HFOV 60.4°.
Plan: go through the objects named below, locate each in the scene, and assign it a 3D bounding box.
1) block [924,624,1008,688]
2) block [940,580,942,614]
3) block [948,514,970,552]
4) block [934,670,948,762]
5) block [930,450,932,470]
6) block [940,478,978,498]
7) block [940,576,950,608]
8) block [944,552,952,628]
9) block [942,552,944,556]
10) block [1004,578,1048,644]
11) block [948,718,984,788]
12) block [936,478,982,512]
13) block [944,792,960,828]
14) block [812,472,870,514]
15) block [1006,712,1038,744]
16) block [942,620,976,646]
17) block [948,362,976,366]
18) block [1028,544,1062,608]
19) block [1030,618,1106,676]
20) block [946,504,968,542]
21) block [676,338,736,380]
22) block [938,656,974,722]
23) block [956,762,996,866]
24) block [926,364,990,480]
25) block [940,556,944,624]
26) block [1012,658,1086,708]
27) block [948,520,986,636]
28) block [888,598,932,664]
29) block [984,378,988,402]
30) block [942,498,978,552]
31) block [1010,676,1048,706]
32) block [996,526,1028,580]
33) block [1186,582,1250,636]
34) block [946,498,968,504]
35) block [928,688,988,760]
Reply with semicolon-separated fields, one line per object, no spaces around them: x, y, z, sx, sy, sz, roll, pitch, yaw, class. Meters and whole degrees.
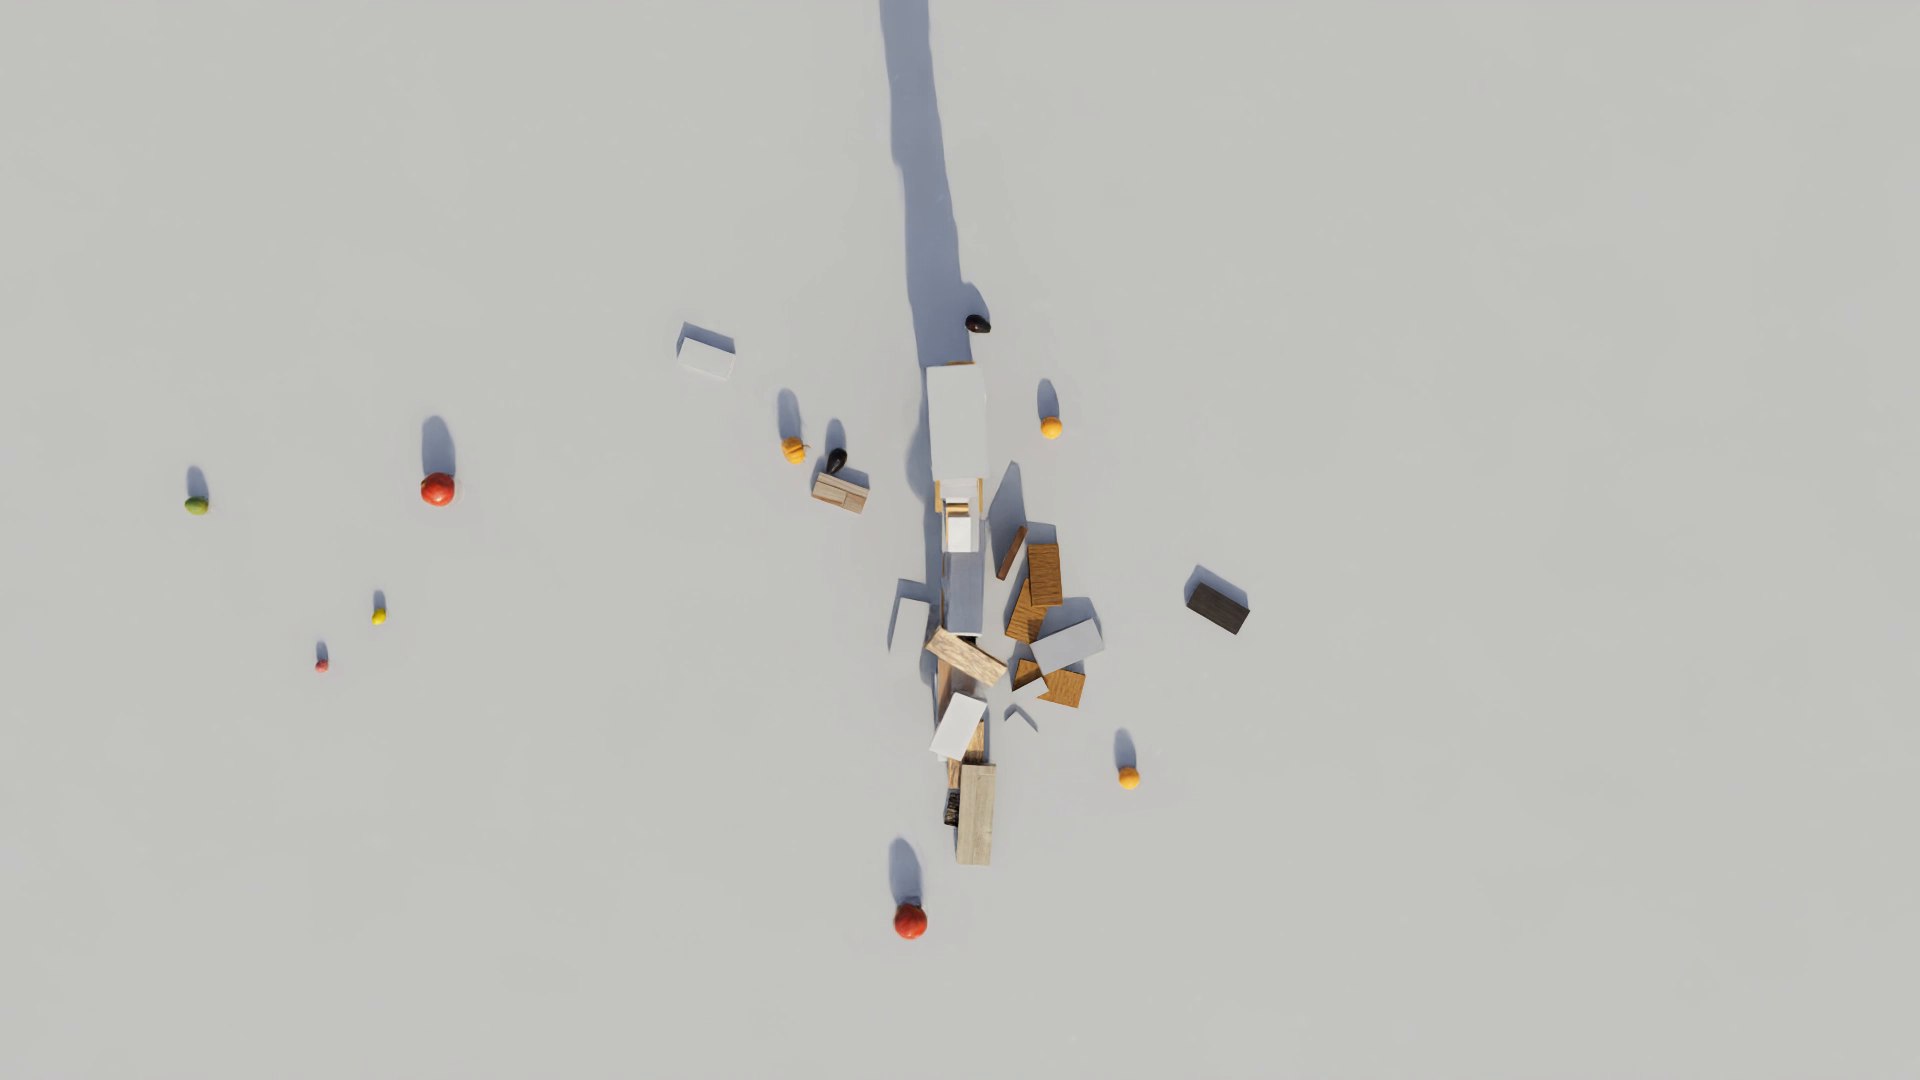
0.020;0.373;5.282;0.266;0.025;0.087;33;107;-19;block
-0.008;0.240;5.449;0.114;0.032;0.229;0;108;0;block
-0.002;-0.020;4.865;0.065;0.018;0.131;0;129;0;block
-0.020;0.580;5.444;0.117;0.033;0.307;-2;105;0;block
-0.005;-0.214;4.523;0.149;0.298;0.042;1;90;0;block
-0.005;-0.225;4.687;0.105;0.030;0.211;-1;90;0;block
0.005;0.203;5.286;0.095;0.027;0.190;-13;83;-2;block
0.006;0.146;5.324;0.113;0.032;0.310;0;82;-1;block
0.001;0.111;5.442;0.114;0.032;0.229;0;109;0;block
0.232;0.239;5.486;0.102;0.029;0.204;20;90;0;block
0.019;0.704;5.444;0.117;0.033;0.234;0;105;0;block
-0.004;-0.237;5.182;0.149;0.042;0.297;0;90;0;block
-0.017;0.899;5.493;0.053;0.015;0.105;12;90;0;block
-0.398;-0.155;5.488;0.175;0.025;0.087;20;90;0;block
0.205;0.624;5.493;0.053;0.015;0.105;-45;90;0;block
0.000;0.276;5.338;0.113;0.032;0.226;6;82;0;block
0.005;-0.483;5.304;0.091;0.026;0.183;0;90;0;block
0.281;0.117;5.462;0.102;0.029;0.204;-3;79;-5;block
0.356;0.354;5.464;0.225;0.032;0.113;-22;86;-8;block
-0.007;-0.050;4.865;0.065;0.018;0.131;0;129;0;block
-0.844;-0.604;5.488;0.175;0.025;0.087;20;90;0;block
-0.012;0.478;5.379;0.117;0.033;0.234;0;100;0;block
0.054;0.906;5.451;0.112;0.032;0.345;3;101;0;block
-0.006;-0.310;4.353;0.149;0.042;0.298;-3;90;0;block
-0.002;0.163;5.387;0.114;0.032;0.229;2;99;0;block
0.295;0.477;5.484;0.225;0.032;0.113;14;90;0;block
0.024;0.118;5.264;0.108;0.031;0.379;2;71;1;block
-0.166;0.300;5.486;0.102;0.029;0.204;12;90;0;block
-0.003;-0.409;4.658;0.149;0.567;0.042;1;90;0;block
0.001;-0.073;4.929;0.108;0.031;0.217;0;90;0;block
0.231;0.502;5.461;0.115;0.015;0.053;-28;90;0;block
0.172;0.044;5.453;0.027;0.095;0.190;25;90;0;block
0.858;0.228;5.487;0.190;0.027;0.095;30;90;0;block
-0.009;-0.111;4.848;0.065;0.131;0.018;0;73;0;block
-0.007;0.601;5.369;0.113;0.032;0.226;21;109;-8;block
